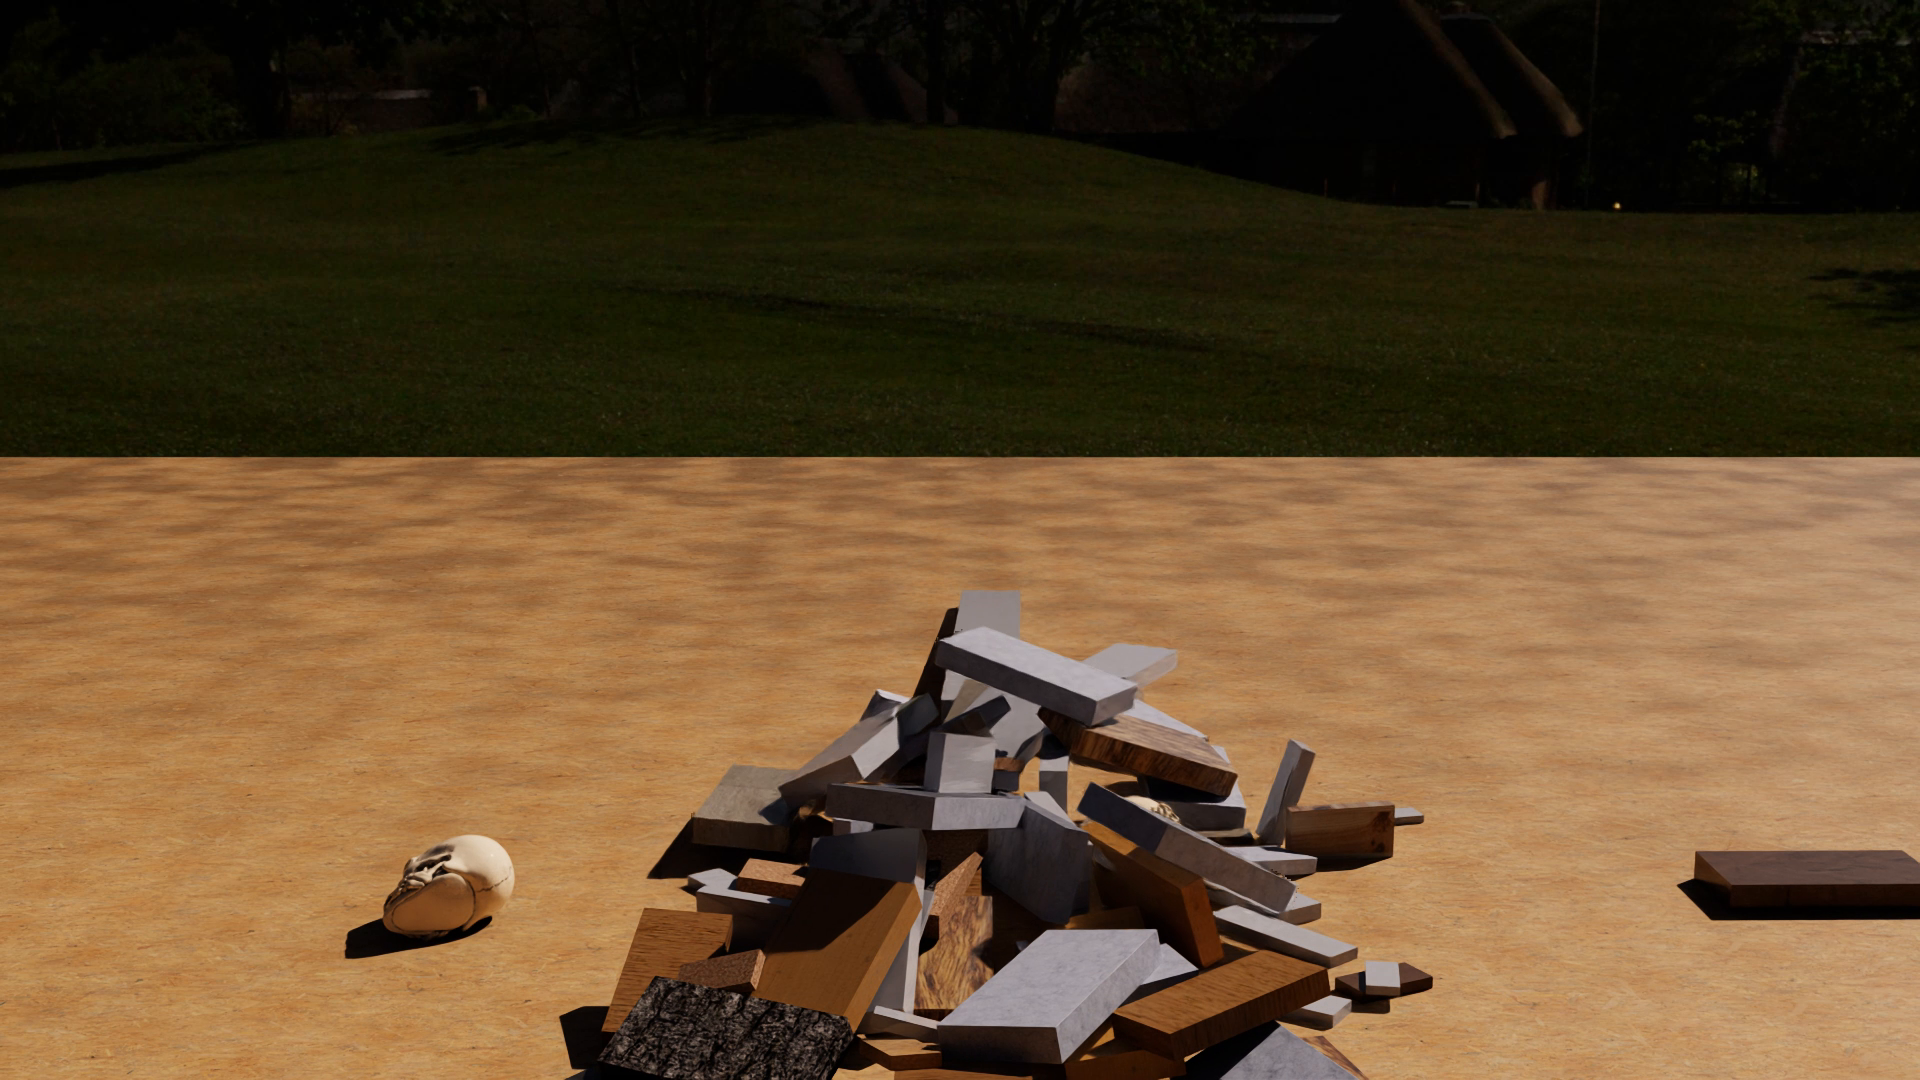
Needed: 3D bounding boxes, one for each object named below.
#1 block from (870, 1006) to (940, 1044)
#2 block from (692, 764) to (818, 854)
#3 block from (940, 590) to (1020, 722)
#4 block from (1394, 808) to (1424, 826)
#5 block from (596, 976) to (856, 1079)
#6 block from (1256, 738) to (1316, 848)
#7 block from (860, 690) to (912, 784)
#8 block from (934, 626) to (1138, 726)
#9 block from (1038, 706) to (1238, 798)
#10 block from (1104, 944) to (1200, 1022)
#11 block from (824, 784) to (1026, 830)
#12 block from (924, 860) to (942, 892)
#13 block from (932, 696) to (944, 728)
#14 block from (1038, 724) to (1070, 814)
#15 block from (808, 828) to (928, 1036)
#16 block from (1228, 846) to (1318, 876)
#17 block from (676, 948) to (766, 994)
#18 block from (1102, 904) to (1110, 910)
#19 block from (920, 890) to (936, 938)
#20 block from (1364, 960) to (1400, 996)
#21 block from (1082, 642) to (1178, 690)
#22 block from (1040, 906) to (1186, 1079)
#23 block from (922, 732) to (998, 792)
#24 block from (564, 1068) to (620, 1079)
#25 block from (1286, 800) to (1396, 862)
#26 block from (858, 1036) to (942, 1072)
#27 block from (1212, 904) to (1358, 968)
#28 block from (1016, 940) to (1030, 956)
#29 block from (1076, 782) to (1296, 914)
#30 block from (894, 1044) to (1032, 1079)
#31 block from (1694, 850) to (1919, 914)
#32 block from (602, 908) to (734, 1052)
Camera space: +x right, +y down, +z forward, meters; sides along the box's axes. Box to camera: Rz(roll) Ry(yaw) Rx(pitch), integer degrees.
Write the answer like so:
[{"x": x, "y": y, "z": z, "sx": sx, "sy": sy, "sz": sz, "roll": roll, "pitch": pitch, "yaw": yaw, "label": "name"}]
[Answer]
[{"x": -0.050, "y": 0.648, "z": 2.917, "sx": 0.134, "sy": 0.019, "sz": 0.067, "roll": 14, "pitch": -3, "yaw": 2, "label": "block"}, {"x": -0.361, "y": 0.479, "z": 3.950, "sx": 0.167, "sy": 0.047, "sz": 0.334, "roll": 5, "pitch": 11, "yaw": 5, "label": "block"}, {"x": 0.062, "y": 0.248, "z": 5.127, "sx": 0.156, "sy": 0.044, "sz": 1.522, "roll": 0, "pitch": 7, "yaw": 2, "label": "block"}, {"x": 0.798, "y": 0.511, "z": 4.056, "sx": 0.101, "sy": 0.014, "sz": 0.050, "roll": -3, "pitch": 11, "yaw": -14, "label": "block"}, {"x": -0.310, "y": 0.675, "z": 2.911, "sx": 0.307, "sy": 0.043, "sz": 0.153, "roll": 6, "pitch": 40, "yaw": 28, "label": "block"}, {"x": 0.578, "y": 0.451, "z": 3.910, "sx": 0.026, "sy": 0.182, "sz": 0.091, "roll": 19, "pitch": 4, "yaw": -7, "label": "block"}, {"x": -0.158, "y": 0.380, "z": 4.241, "sx": 0.093, "sy": 0.186, "sz": 0.026, "roll": 18, "pitch": 23, "yaw": -29, "label": "block"}, {"x": 0.139, "y": 0.246, "z": 4.032, "sx": 0.334, "sy": 0.047, "sz": 0.167, "roll": 20, "pitch": 16, "yaw": 27, "label": "block"}, {"x": 0.325, "y": 0.374, "z": 4.021, "sx": 0.340, "sy": 0.048, "sz": 0.170, "roll": 18, "pitch": 12, "yaw": -23, "label": "block"}, {"x": 0.181, "y": 0.622, "z": 3.017, "sx": 0.272, "sy": 0.037, "sz": 0.131, "roll": -12, "pitch": 8, "yaw": -13, "label": "block"}, {"x": -0.046, "y": 0.411, "z": 3.382, "sx": 0.167, "sy": 0.047, "sz": 0.445, "roll": 5, "pitch": -5, "yaw": 19, "label": "block"}, {"x": -0.058, "y": 0.508, "z": 3.302, "sx": 0.045, "sy": 0.013, "sz": 0.091, "roll": 3, "pitch": 21, "yaw": 7, "label": "block"}, {"x": 0.000, "y": 0.380, "z": 4.705, "sx": 0.120, "sy": 0.034, "sz": 0.239, "roll": 0, "pitch": 11, "yaw": -1, "label": "block"}, {"x": 0.172, "y": 0.444, "z": 3.978, "sx": 0.049, "sy": 0.173, "sz": 0.398, "roll": 1, "pitch": 11, "yaw": 4, "label": "block"}, {"x": -0.144, "y": 0.562, "z": 3.168, "sx": 0.167, "sy": 0.047, "sz": 0.334, "roll": -8, "pitch": 40, "yaw": 11, "label": "block"}, {"x": 0.510, "y": 0.545, "z": 3.734, "sx": 0.190, "sy": 0.027, "sz": 0.095, "roll": 6, "pitch": 3, "yaw": -45, "label": "block"}, {"x": -0.336, "y": 0.607, "z": 3.050, "sx": 0.125, "sy": 0.018, "sz": 0.063, "roll": -15, "pitch": 31, "yaw": 19, "label": "block"}, {"x": 0.285, "y": 0.598, "z": 3.587, "sx": 0.097, "sy": 0.014, "sz": 0.049, "roll": 8, "pitch": 13, "yaw": 37, "label": "block"}, {"x": -0.071, "y": 0.549, "z": 3.209, "sx": 0.045, "sy": 0.013, "sz": 0.091, "roll": 6, "pitch": 44, "yaw": 15, "label": "block"}, {"x": 0.621, "y": 0.645, "z": 3.235, "sx": 0.049, "sy": 0.014, "sz": 0.097, "roll": 2, "pitch": 11, "yaw": 9, "label": "block"}, {"x": 0.376, "y": 0.300, "z": 5.107, "sx": 0.156, "sy": 0.044, "sz": 0.312, "roll": 5, "pitch": 12, "yaw": 26, "label": "block"}, {"x": 0.209, "y": 0.642, "z": 3.129, "sx": 0.153, "sy": 0.043, "sz": 0.584, "roll": -10, "pitch": 8, "yaw": 1, "label": "block"}, {"x": 0.002, "y": 0.357, "z": 3.515, "sx": 0.026, "sy": 0.091, "sz": 0.307, "roll": 6, "pitch": -5, "yaw": 16, "label": "block"}, {"x": -0.465, "y": 0.727, "z": 2.884, "sx": 0.125, "sy": 0.018, "sz": 0.063, "roll": 8, "pitch": 13, "yaw": 37, "label": "block"}, {"x": 0.663, "y": 0.510, "z": 3.839, "sx": 0.190, "sy": 0.095, "sz": 0.027, "roll": -2, "pitch": 11, "yaw": -11, "label": "block"}, {"x": -0.078, "y": 0.660, "z": 2.830, "sx": 0.067, "sy": 0.019, "sz": 0.140, "roll": 1, "pitch": -4, "yaw": -19, "label": "block"}, {"x": 0.504, "y": 0.621, "z": 3.451, "sx": 0.065, "sy": 0.018, "sz": 0.251, "roll": -9, "pitch": 14, "yaw": -40, "label": "block"}, {"x": 0.102, "y": 0.641, "z": 3.217, "sx": 0.018, "sy": 0.065, "sz": 0.130, "roll": -2, "pitch": 11, "yaw": -9, "label": "block"}, {"x": 0.351, "y": 0.474, "z": 3.378, "sx": 0.346, "sy": 0.049, "sz": 0.173, "roll": 30, "pitch": -4, "yaw": -42, "label": "block"}, {"x": 0.003, "y": 0.690, "z": 2.777, "sx": 0.170, "sy": 0.048, "sz": 0.340, "roll": 0, "pitch": -3, "yaw": -1, "label": "block"}, {"x": 1.427, "y": 0.567, "z": 3.659, "sx": 0.354, "sy": 0.048, "sz": 0.170, "roll": 0, "pitch": 11, "yaw": -1, "label": "block"}, {"x": -0.412, "y": 0.626, "z": 3.121, "sx": 0.131, "sy": 0.037, "sz": 0.263, "roll": 4, "pitch": 30, "yaw": 4, "label": "block"}]
